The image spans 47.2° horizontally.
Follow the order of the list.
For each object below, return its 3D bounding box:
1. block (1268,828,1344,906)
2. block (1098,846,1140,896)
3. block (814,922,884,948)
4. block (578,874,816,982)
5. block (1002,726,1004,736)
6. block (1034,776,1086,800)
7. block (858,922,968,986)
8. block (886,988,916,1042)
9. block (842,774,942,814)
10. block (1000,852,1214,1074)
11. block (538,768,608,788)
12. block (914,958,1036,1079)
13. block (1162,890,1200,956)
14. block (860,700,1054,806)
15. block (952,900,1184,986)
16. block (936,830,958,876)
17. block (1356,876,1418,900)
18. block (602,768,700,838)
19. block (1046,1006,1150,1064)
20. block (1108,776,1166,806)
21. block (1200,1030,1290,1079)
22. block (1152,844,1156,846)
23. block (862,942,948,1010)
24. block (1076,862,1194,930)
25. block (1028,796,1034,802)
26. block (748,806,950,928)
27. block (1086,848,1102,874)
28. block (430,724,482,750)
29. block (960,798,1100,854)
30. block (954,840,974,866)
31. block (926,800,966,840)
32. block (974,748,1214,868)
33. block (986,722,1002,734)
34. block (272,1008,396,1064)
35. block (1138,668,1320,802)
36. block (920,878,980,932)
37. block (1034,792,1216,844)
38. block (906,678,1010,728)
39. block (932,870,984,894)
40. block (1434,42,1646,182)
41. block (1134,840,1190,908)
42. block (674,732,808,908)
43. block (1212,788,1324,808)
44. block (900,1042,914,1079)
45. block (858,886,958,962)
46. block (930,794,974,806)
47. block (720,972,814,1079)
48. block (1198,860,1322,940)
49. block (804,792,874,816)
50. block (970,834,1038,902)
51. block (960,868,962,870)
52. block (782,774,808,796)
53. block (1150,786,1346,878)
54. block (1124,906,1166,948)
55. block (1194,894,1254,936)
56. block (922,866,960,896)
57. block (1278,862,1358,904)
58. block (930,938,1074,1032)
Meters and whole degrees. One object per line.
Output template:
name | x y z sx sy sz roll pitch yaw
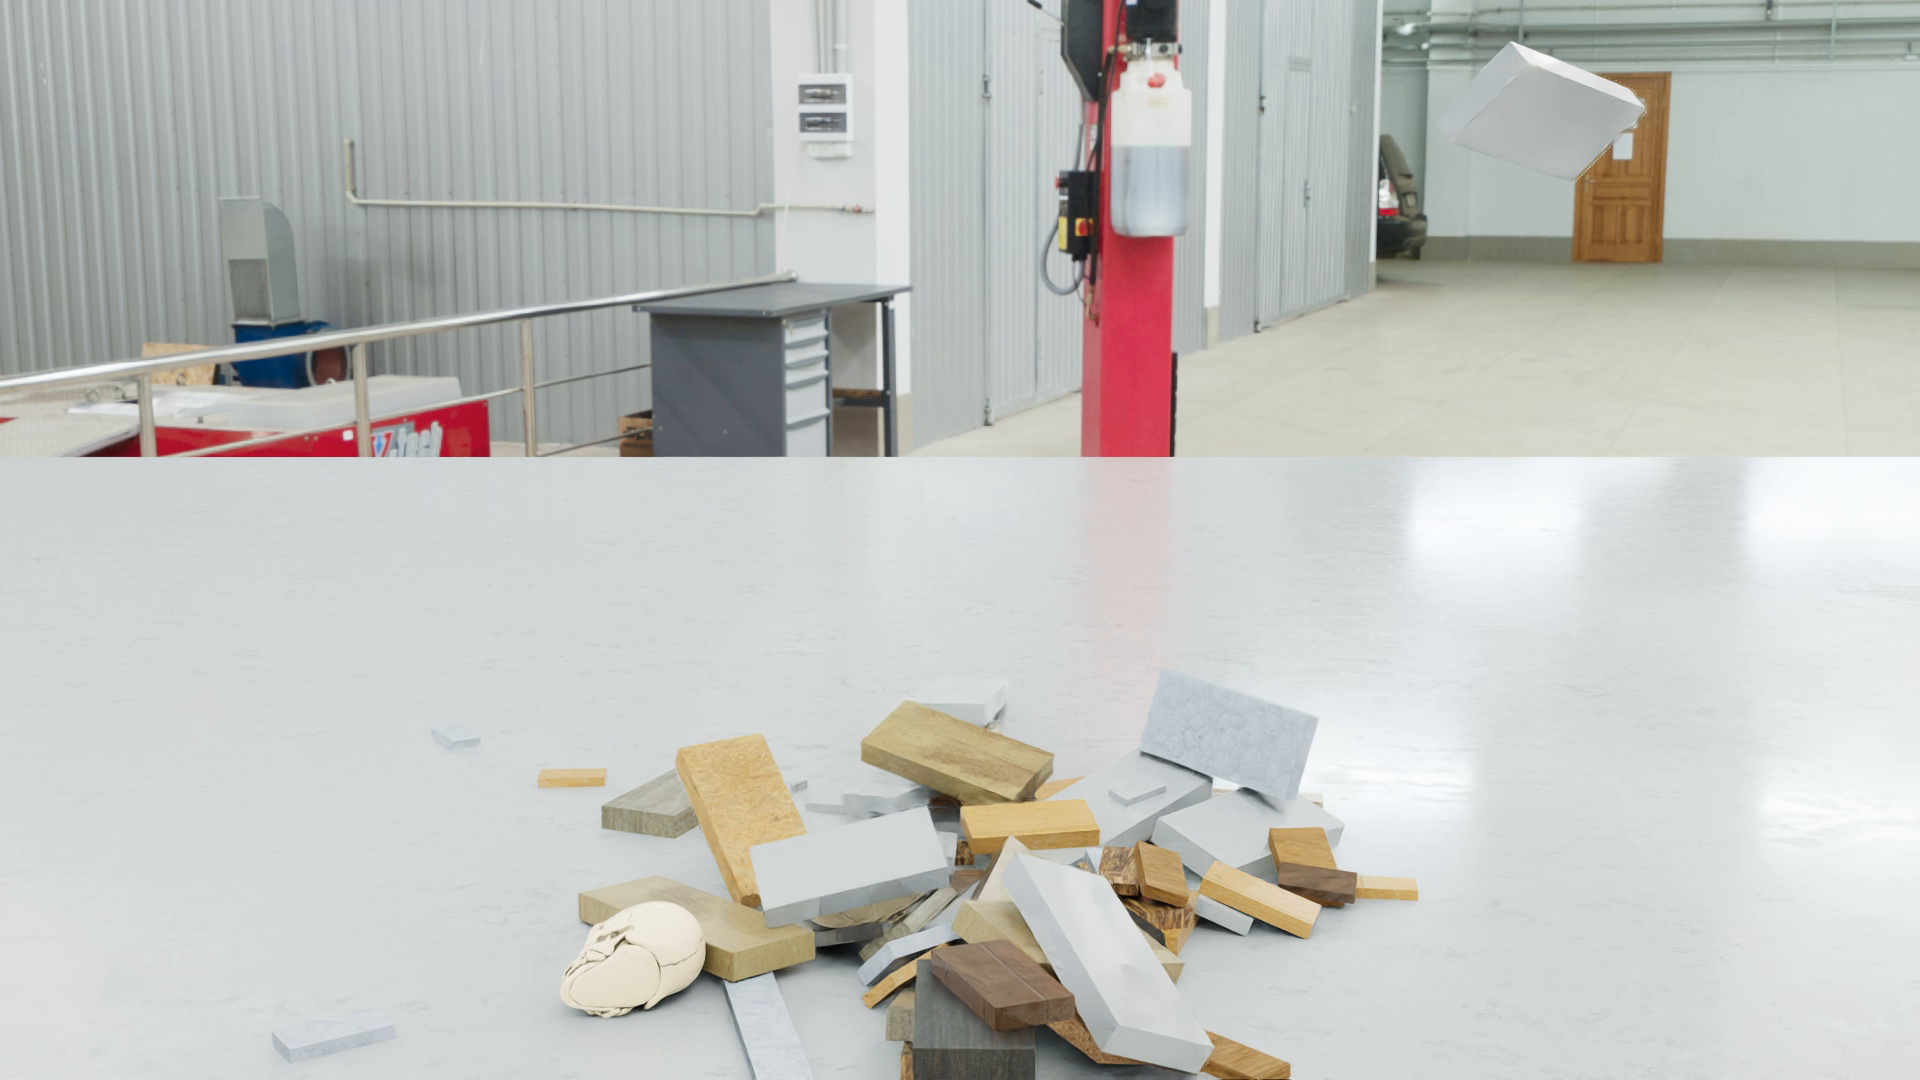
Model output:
block | 0.580 0.546 3.682 0.093 0.026 0.185 0 28 -4
block | 0.257 0.528 3.513 0.067 0.019 0.134 3 17 8
block | -0.177 0.607 3.371 0.074 0.021 0.148 -4 -11 -21
block | -0.416 0.600 3.428 0.153 0.043 0.424 -7 10 -41
block | 0.039 0.387 4.223 0.088 0.025 0.175 -1 5 1
block | 0.223 0.482 4.169 0.209 0.030 0.104 -6 12 -28
block | -0.052 0.615 3.305 0.192 0.027 0.096 -9 -28 -41
block | -0.014 0.649 3.009 0.147 0.042 0.294 1 -6 4
block | -0.051 0.436 4.023 0.104 0.030 0.454 1 6 29
block | 0.200 0.585 3.069 0.165 0.047 0.385 20 19 -30
block | -0.756 0.464 4.295 0.128 0.018 0.064 -1 11 -5
block | 0.017 0.605 2.787 0.147 0.042 0.294 0 10 0
block | 0.315 0.605 3.504 0.109 0.031 0.219 3 11 17
block | -0.006 0.388 3.916 0.308 0.044 0.154 18 34 24
block | 0.160 0.589 3.189 0.329 0.047 0.165 11 16 -45
block | -0.059 0.519 3.685 0.104 0.030 0.209 7 3 1
block | 0.698 0.580 3.671 0.126 0.018 0.063 1 11 7
block | -0.523 0.485 4.117 0.153 0.043 0.305 5 11 23
block | 0.166 0.660 3.042 0.107 0.030 0.214 13 9 -40
block | 0.314 0.443 3.886 0.094 0.013 0.047 -15 28 -36
block | 0.283 0.690 3.077 0.072 0.020 0.402 -9 14 -41
block | 0.338 0.549 3.851 0.094 0.013 0.047 -10 14 -43
block | -0.076 0.638 3.225 0.072 0.020 0.143 -45 -15 33
block | 0.279 0.569 3.530 0.109 0.031 0.252 -3 11 -15
block | 0.085 0.472 4.006 0.030 0.108 0.215 5 12 22
block | -0.172 0.504 3.395 0.286 0.041 0.143 -12 36 -8
block | 0.248 0.533 3.587 0.067 0.019 0.134 -1 11 -5
block | -1.052 0.410 4.588 0.062 0.018 0.124 -7 13 -33
block | 0.118 0.487 3.738 0.219 0.031 0.109 -2 23 -11
block | 0.001 0.548 3.856 0.047 0.013 0.094 0 11 1
block | -0.008 0.503 4.054 0.108 0.030 0.215 1 10 5
block | 0.240 0.489 3.847 0.167 0.047 0.465 20 28 36
block | 0.016 0.370 4.144 0.088 0.025 0.175 1 7 14
block | -0.874 0.691 3.068 0.148 0.021 0.074 -7 13 -34
block | 0.480 0.348 3.950 0.308 0.154 0.044 17 1 35
block | -0.022 0.590 3.444 0.096 0.027 0.192 -38 -5 23
block | 0.315 0.509 3.974 0.335 0.047 0.167 -2 11 -9
block | 0.002 0.328 4.497 0.154 0.044 0.879 1 -1 4
block | 0.021 0.569 3.606 0.143 0.020 0.072 5 22 -26
block | 0.786 -0.574 2.971 0.324 0.143 0.041 3 49 -46
block | 0.318 0.528 3.480 0.072 0.020 0.143 18 19 -7
block | -0.353 0.469 3.691 0.153 0.043 0.305 -8 52 -28
block | 0.549 0.490 4.158 0.270 0.018 0.063 1 11 7
block | 0.001 0.675 2.860 0.147 0.042 0.294 0 -6 1
block | -0.079 0.595 3.417 0.096 0.027 0.192 -38 -4 22
block | 0.019 0.458 4.093 0.108 0.030 0.215 0 6 11
block | -0.259 0.699 3.027 0.074 0.021 0.571 -2 11 -13
block | 0.480 0.575 3.521 0.185 0.026 0.093 22 16 13
block | -0.221 0.496 4.124 0.128 0.018 0.064 3 11 15
block | 0.102 0.573 3.381 0.165 0.047 0.329 40 15 1
block | -0.047 0.566 3.680 0.050 0.014 0.101 6 13 32
block | -0.366 0.471 4.263 0.128 0.018 0.064 7 13 34
block | 0.505 0.509 3.831 0.167 0.047 0.335 33 29 35
block | 0.261 0.597 3.360 0.019 0.067 0.134 -31 40 -28
block | 0.439 0.580 3.565 0.093 0.026 0.185 23 15 10
block | -0.020 0.569 3.628 0.050 0.014 0.101 26 22 28
block | 0.586 0.562 3.606 0.126 0.018 0.063 7 28 10
block | 0.052 0.565 2.804 0.107 0.030 0.214 -4 11 -22
